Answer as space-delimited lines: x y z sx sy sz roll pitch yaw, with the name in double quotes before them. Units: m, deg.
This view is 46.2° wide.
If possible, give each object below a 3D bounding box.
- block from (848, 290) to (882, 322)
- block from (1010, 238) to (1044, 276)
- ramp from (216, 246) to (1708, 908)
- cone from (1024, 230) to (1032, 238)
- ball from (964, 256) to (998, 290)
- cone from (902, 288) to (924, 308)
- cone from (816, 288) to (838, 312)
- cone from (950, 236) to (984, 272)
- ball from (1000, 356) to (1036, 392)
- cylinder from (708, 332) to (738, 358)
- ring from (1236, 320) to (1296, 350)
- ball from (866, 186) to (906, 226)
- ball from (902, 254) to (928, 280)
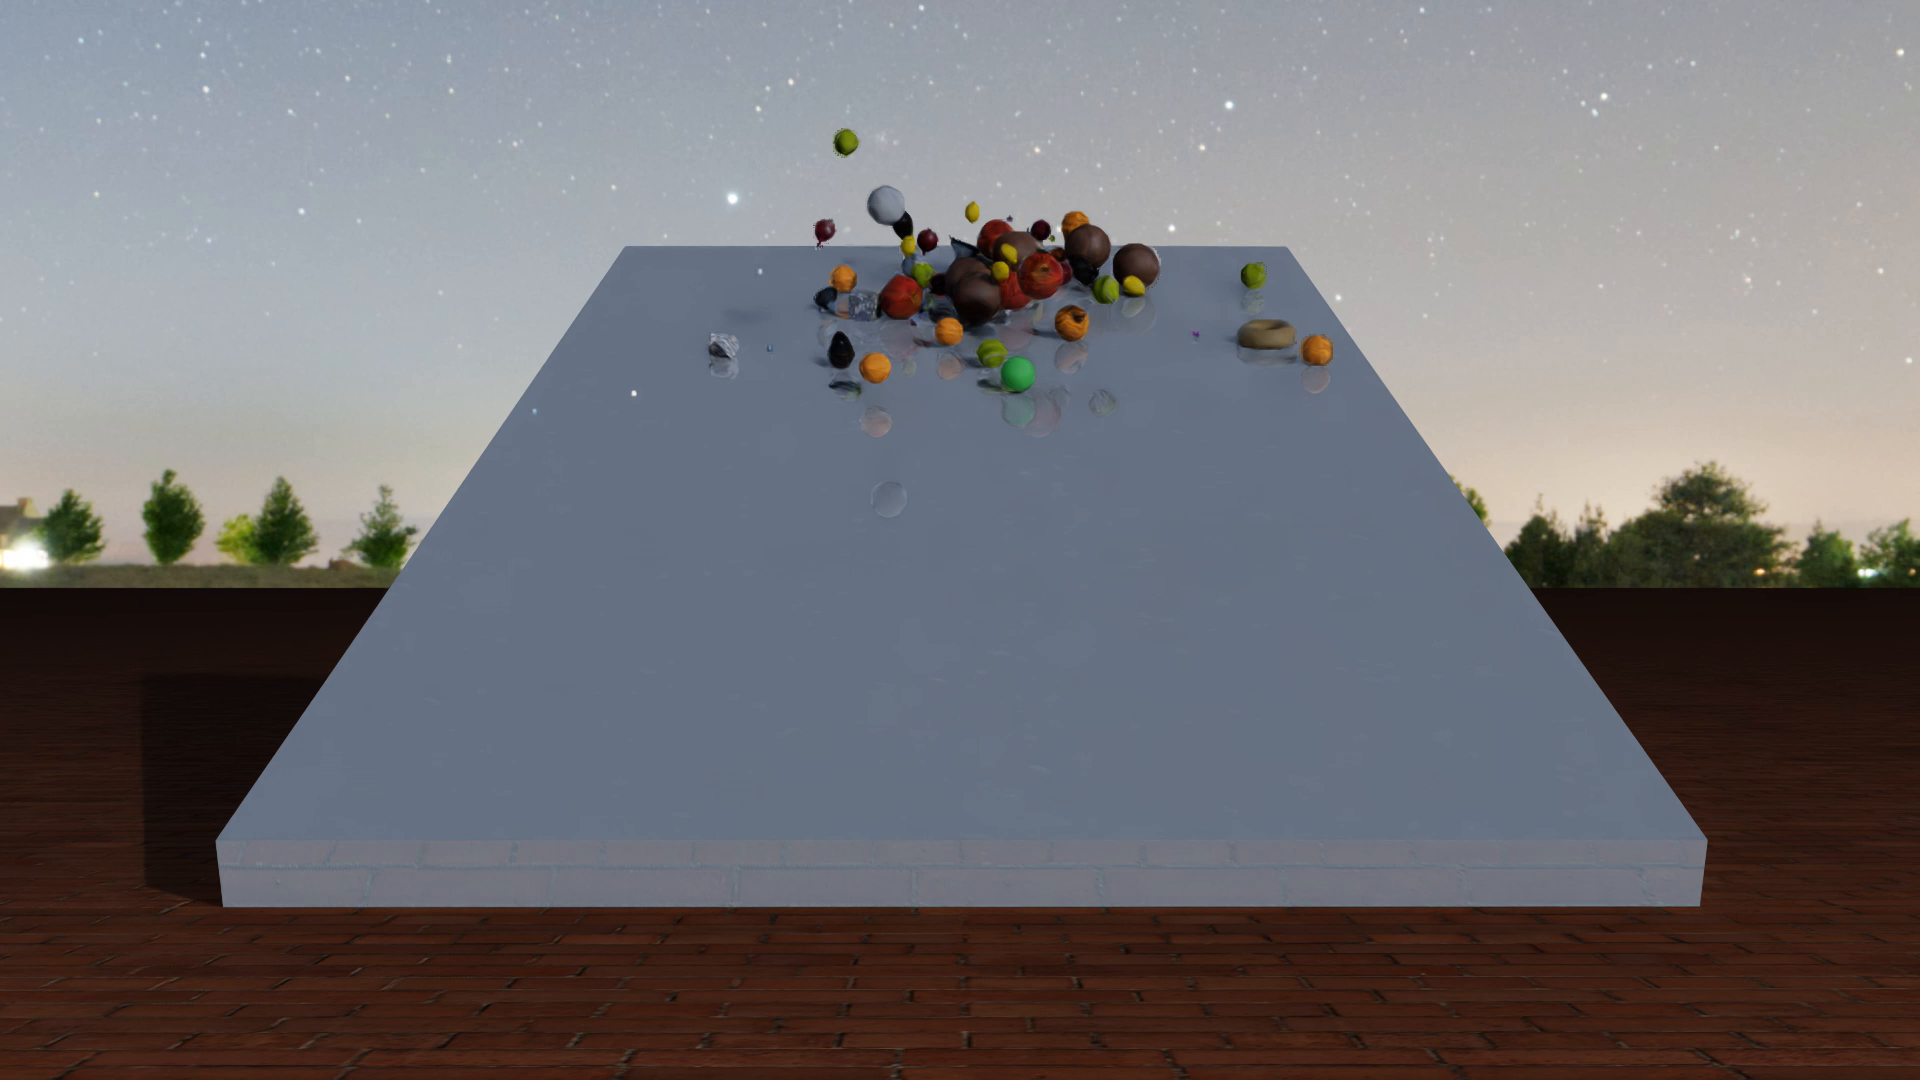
"block" -0.249 -0.613 5.885 0.065 0.065 0.065 8 23 22
"block" 0.190 -0.811 6.432 0.091 0.091 0.091 1 19 -1
"ramp" -0.004 -0.196 4.923 2.000 0.100 4.000 0 19 0
"cone" 0.200 -0.877 6.632 0.088 0.088 0.088 0 19 0
"ball" 0.057 -0.738 6.217 0.092 0.092 0.092 0 -1 0
"cone" -0.136 -0.634 6.013 0.060 0.060 0.060 -37 12 -18
"cone" -0.340 -0.623 5.958 0.067 0.067 0.067 1 42 -37
"cone" 0.001 -0.825 6.368 0.095 0.095 0.095 -41 0 0
"ball" 0.134 -0.383 5.192 0.082 0.082 0.082 0 -1 0
"cylinder" -0.581 -0.478 5.508 0.054 0.054 0.054 11 4 28
"ring" 0.767 -0.515 5.631 0.148 0.049 0.148 -3 21 1
"ball" -0.177 -0.804 5.404 0.093 0.093 0.093 0 -1 0
"ball" -0.128 -0.767 6.307 0.073 0.073 0.073 0 -1 0
